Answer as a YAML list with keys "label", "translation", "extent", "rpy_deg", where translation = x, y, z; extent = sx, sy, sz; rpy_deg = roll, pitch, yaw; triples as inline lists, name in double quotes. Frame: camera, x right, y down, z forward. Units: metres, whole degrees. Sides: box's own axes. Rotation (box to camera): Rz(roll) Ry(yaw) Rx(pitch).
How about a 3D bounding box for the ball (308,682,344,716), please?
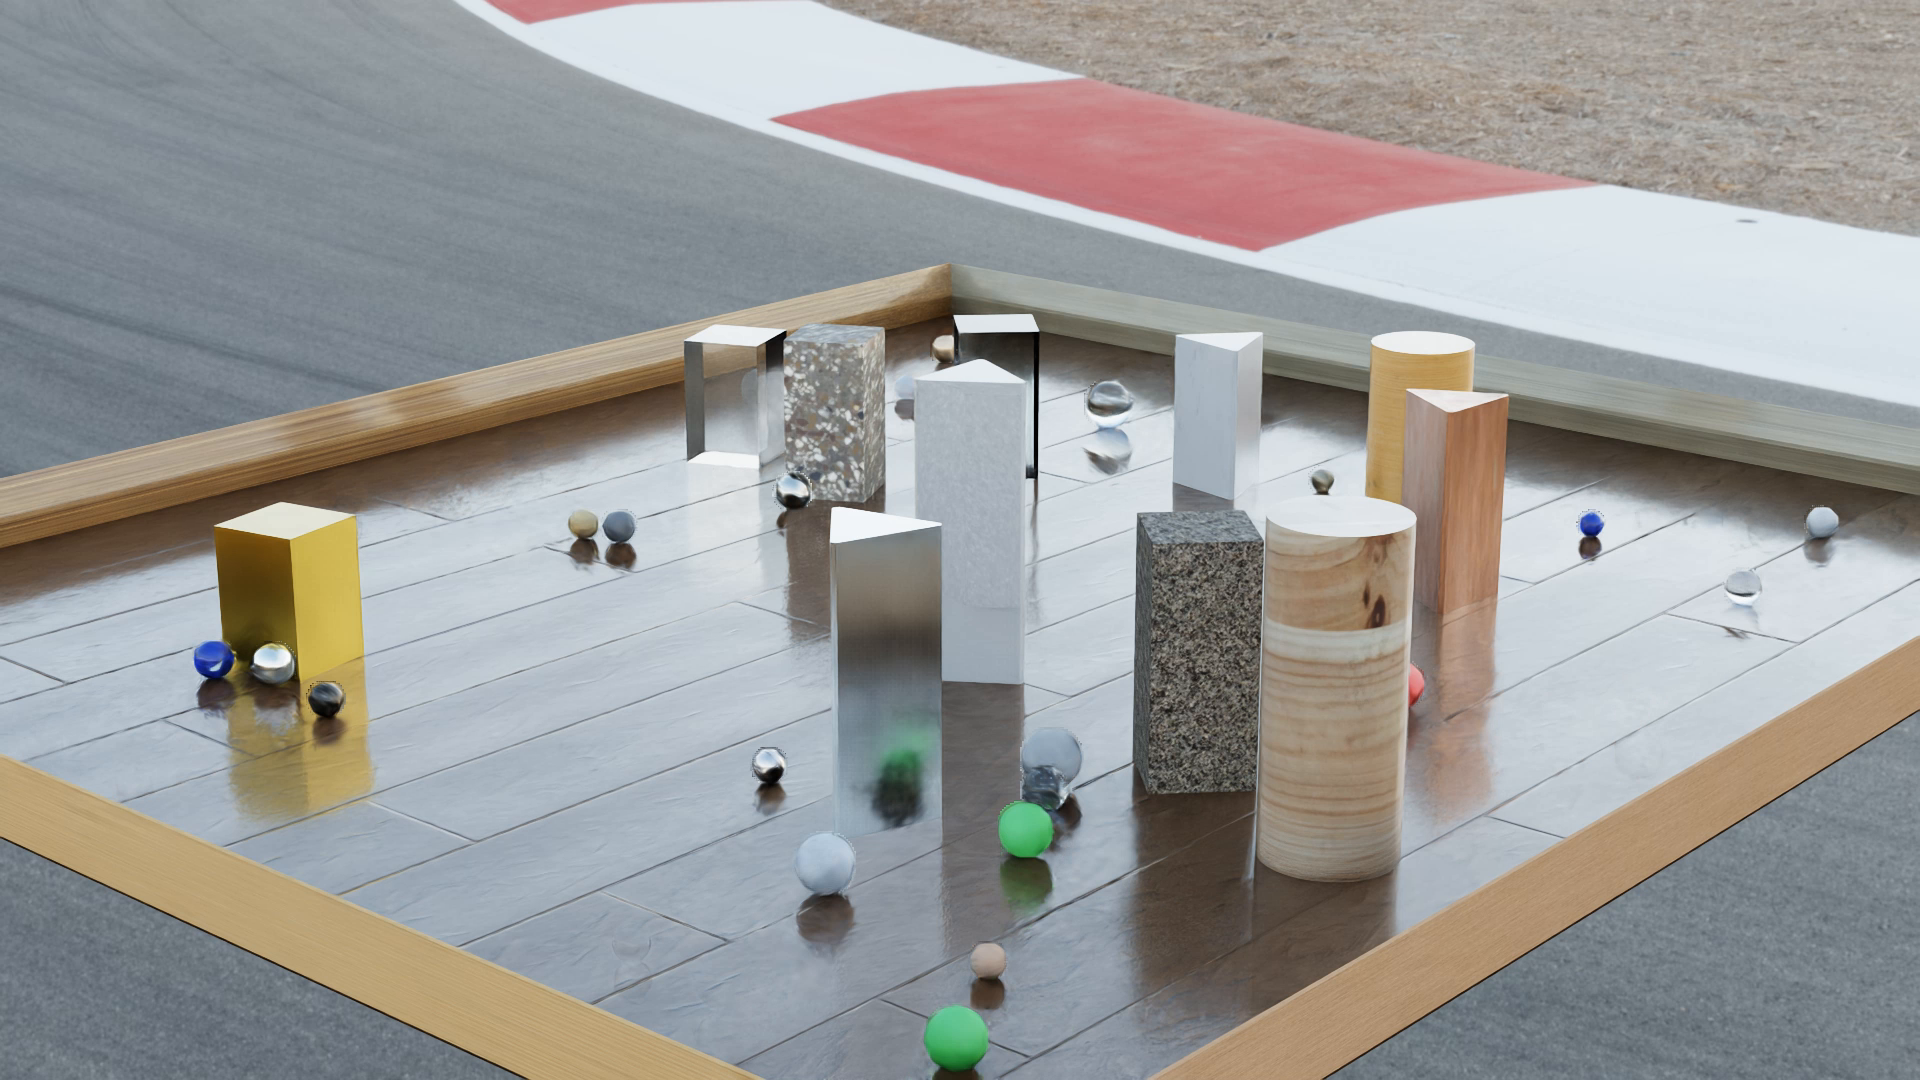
- label: "ball"
  translation: [-0.982, 0.247, 4.542]
  extent: [0.053, 0.053, 0.053]
  rpy_deg: [0, 17, 0]

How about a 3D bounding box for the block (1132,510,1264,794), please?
- label: "block"
  translation: [0.344, 0.161, 4.263]
  extent: [0.159, 0.378, 0.159]
  rpy_deg: [-1, 17, -5]

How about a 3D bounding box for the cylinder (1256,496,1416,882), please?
- label: "cylinder"
  translation: [0.505, 0.199, 3.955]
  extent: [0.198, 0.484, 0.198]
  rpy_deg: [0, 17, 0]

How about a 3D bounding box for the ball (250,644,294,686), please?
- label: "ball"
  translation: [-1.094, 0.199, 4.667]
  extent: [0.069, 0.069, 0.069]
  rpy_deg: [0, 17, 0]

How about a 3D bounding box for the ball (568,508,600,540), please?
- label: "ball"
  translation: [-0.700, -0.030, 5.454]
  extent: [0.058, 0.058, 0.058]
  rpy_deg: [0, 17, 0]

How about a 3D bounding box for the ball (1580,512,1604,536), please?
- label: "ball"
  translation: [1.179, -0.029, 5.473]
  extent: [0.045, 0.045, 0.045]
  rpy_deg: [0, 17, 0]

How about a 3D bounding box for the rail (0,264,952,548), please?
- label: "rail"
  translation: [-1.129, -0.250, 6.058]
  extent: [0.045, 0.129, 3.424]
  rpy_deg: [14, 22, 39]

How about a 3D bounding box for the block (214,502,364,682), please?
- label: "block"
  translation: [-1.088, 0.083, 4.765]
  extent: [0.159, 0.239, 0.159]
  rpy_deg: [9, 19, 28]

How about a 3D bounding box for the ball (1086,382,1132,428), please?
- label: "ball"
  translation: [0.317, -0.289, 6.241]
  extent: [0.099, 0.099, 0.099]
  rpy_deg: [0, 17, 0]

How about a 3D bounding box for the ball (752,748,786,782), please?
- label: "ball"
  translation: [-0.277, 0.329, 4.275]
  extent: [0.049, 0.049, 0.049]
  rpy_deg: [0, 17, 0]

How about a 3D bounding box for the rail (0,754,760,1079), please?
- label: "rail"
  translation: [-1.107, 0.400, 3.899]
  extent: [3.037, 0.129, 0.045]
  rpy_deg: [14, 22, 39]

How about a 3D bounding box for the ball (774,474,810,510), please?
- label: "ball"
  translation: [-0.322, -0.093, 5.644]
  extent: [0.069, 0.069, 0.069]
  rpy_deg: [0, 17, 0]

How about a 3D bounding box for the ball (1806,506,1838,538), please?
- label: "ball"
  translation: [1.607, -0.033, 5.463]
  extent: [0.058, 0.058, 0.058]
  rpy_deg: [0, 17, 0]

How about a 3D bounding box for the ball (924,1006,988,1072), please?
- label: "ball"
  translation: [-0.004, 0.579, 3.403]
  extent: [0.075, 0.075, 0.075]
  rpy_deg: [0, 17, 0]

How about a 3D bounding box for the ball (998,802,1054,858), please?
- label: "ball"
  translation: [0.090, 0.397, 4.006]
  extent: [0.076, 0.076, 0.076]
  rpy_deg: [0, 17, 0]

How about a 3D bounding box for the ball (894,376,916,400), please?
- label: "ball"
  translation: [-0.118, -0.338, 6.483]
  extent: [0.053, 0.053, 0.053]
  rpy_deg: [0, 17, 0]

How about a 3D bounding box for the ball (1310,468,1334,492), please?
- label: "ball"
  translation: [0.713, -0.118, 5.766]
  extent: [0.046, 0.046, 0.046]
  rpy_deg: [0, 17, 0]

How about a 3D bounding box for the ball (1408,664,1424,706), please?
- label: "ball"
  translation: [0.686, 0.226, 4.575]
  extent: [0.075, 0.075, 0.075]
  rpy_deg: [0, 17, 0]

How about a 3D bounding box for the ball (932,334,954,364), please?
- label: "ball"
  translation: [-0.033, -0.444, 6.812]
  extent: [0.066, 0.066, 0.066]
  rpy_deg: [0, 17, 0]

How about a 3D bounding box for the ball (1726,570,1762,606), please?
- label: "ball"
  translation: [1.356, 0.082, 5.073]
  extent: [0.062, 0.062, 0.062]
  rpy_deg: [0, 17, 0]

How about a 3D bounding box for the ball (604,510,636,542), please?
- label: "ball"
  translation: [-0.631, -0.025, 5.431]
  extent: [0.060, 0.060, 0.060]
  rpy_deg: [0, 17, 0]

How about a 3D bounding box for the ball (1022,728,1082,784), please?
- label: "ball"
  translation: [0.133, 0.317, 4.249]
  extent: [0.088, 0.088, 0.088]
  rpy_deg: [0, 17, 0]

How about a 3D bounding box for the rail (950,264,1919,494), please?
- label: "rail"
  translation: [1.107, -0.335, 6.340]
  extent: [3.037, 0.129, 0.045]
  rpy_deg: [14, 22, 39]

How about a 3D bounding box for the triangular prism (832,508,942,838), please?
- label: "triangular prism"
  translation: [-0.136, 0.179, 4.111]
  extent: [0.172, 0.432, 0.149]
  rpy_deg: [-10, 19, -30]

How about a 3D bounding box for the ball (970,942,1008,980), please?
- label: "ball"
  translation: [0.035, 0.523, 3.639]
  extent: [0.046, 0.046, 0.046]
  rpy_deg: [0, 17, 0]

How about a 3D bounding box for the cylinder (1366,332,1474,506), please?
- label: "cylinder"
  translation: [0.893, -0.234, 5.700]
  extent: [0.198, 0.306, 0.198]
  rpy_deg: [0, 17, 0]

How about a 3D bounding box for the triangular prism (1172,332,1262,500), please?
- label: "triangular prism"
  translation: [0.536, -0.253, 5.779]
  extent: [0.149, 0.297, 0.172]
  rpy_deg: [-13, 21, -36]

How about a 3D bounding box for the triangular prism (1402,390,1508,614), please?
- label: "triangular prism"
  translation: [0.830, -0.076, 5.088]
  extent: [0.149, 0.357, 0.172]
  rpy_deg: [16, 23, 42]

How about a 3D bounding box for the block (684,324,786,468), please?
- label: "block"
  translation: [-0.456, -0.295, 5.992]
  extent: [0.159, 0.254, 0.159]
  rpy_deg: [6, 18, 18]

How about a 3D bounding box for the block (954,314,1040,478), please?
- label: "block"
  translation: [0.072, -0.288, 5.887]
  extent: [0.159, 0.301, 0.159]
  rpy_deg: [-1, 17, -4]

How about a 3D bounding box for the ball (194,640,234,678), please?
- label: "ball"
  translation: [-1.199, 0.191, 4.709]
  extent: [0.064, 0.064, 0.064]
  rpy_deg: [0, 17, 0]

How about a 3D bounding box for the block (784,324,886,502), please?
- label: "block"
  translation: [-0.244, -0.251, 5.742]
  extent: [0.159, 0.314, 0.159]
  rpy_deg: [4, 17, 13]

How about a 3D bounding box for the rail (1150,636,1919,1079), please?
- label: "rail"
  translation: [1.129, 0.315, 4.181]
  extent: [0.045, 0.129, 3.424]
  rpy_deg: [14, 22, 39]

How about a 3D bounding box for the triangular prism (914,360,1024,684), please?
- label: "triangular prism"
  translation: [0.025, -0.032, 4.702]
  extent: [0.172, 0.495, 0.149]
  rpy_deg: [2, 17, 7]

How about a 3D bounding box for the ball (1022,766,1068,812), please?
- label: "ball"
  translation: [0.121, 0.353, 4.166]
  extent: [0.066, 0.066, 0.066]
  rpy_deg: [0, 17, 0]

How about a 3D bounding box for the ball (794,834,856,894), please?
- label: "ball"
  translation: [-0.179, 0.430, 3.887]
  extent: [0.081, 0.081, 0.081]
  rpy_deg: [0, 17, 0]
